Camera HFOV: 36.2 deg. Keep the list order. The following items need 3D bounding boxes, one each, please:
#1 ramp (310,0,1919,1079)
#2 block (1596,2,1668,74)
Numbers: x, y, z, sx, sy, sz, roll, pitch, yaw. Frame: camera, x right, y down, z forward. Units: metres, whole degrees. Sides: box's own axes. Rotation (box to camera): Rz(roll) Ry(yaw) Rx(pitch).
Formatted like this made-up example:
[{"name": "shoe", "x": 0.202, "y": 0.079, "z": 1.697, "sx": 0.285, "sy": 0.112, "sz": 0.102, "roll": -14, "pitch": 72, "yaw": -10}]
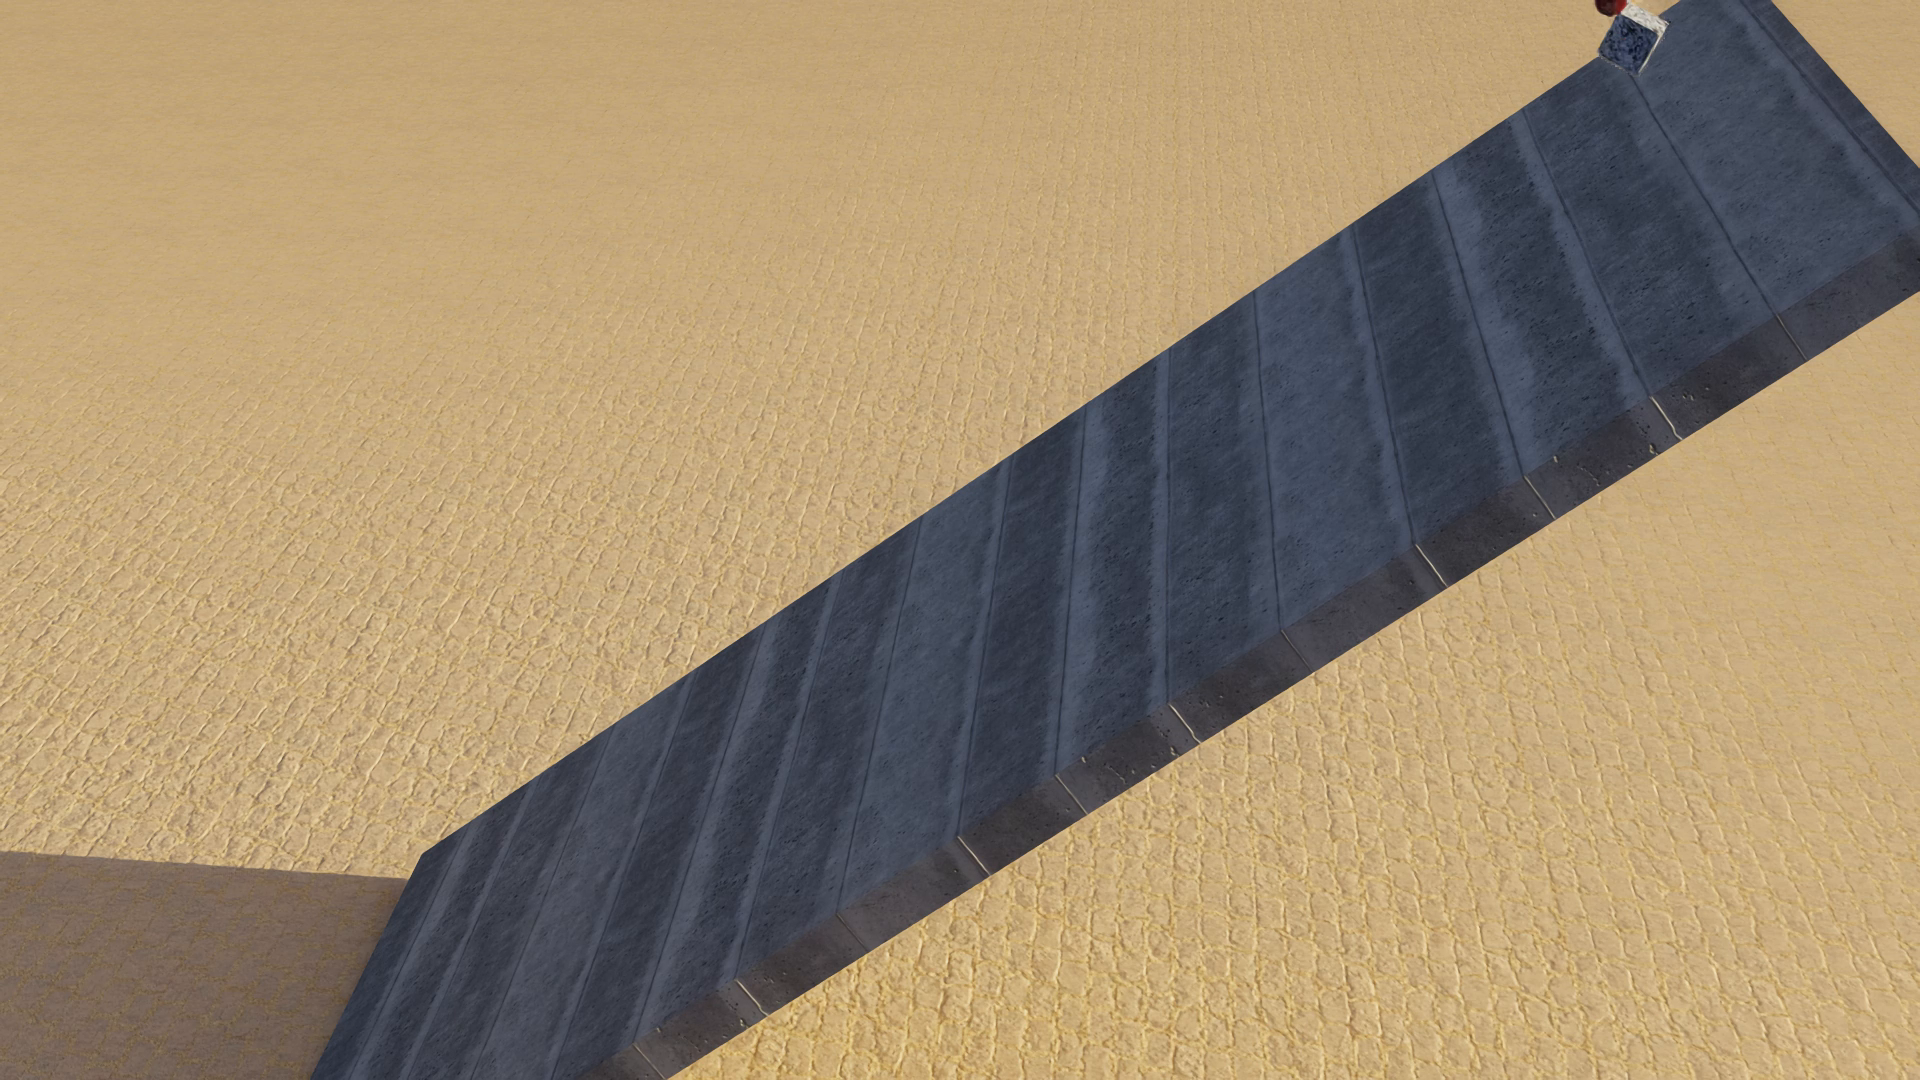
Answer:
[{"name": "ramp", "x": 0.130, "y": 0.178, "z": 6.319, "sx": 4.000, "sy": 0.100, "sz": 2.000, "roll": -34, "pitch": 16, "yaw": 16}, {"name": "block", "x": 1.339, "y": -0.999, "z": 5.853, "sx": 0.093, "sy": 0.093, "sz": 0.093, "roll": 31, "pitch": 33, "yaw": 9}]
